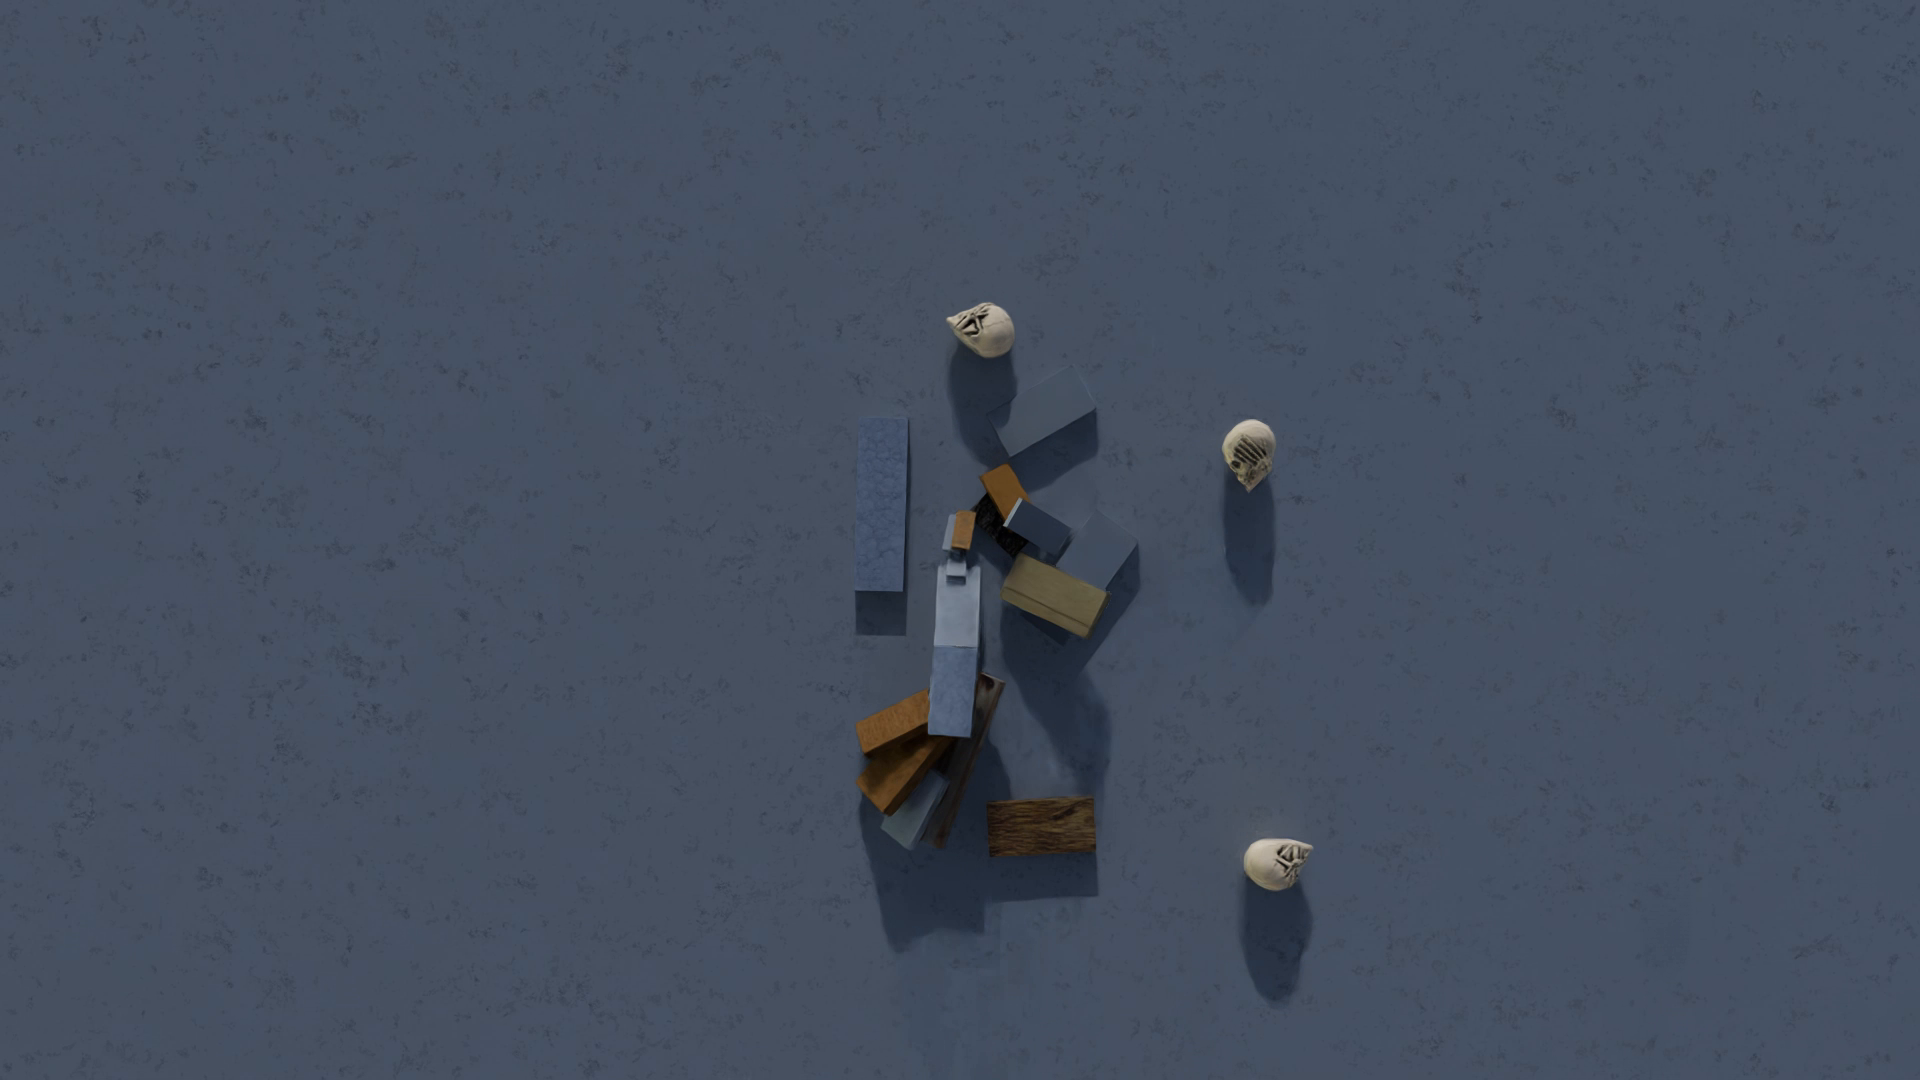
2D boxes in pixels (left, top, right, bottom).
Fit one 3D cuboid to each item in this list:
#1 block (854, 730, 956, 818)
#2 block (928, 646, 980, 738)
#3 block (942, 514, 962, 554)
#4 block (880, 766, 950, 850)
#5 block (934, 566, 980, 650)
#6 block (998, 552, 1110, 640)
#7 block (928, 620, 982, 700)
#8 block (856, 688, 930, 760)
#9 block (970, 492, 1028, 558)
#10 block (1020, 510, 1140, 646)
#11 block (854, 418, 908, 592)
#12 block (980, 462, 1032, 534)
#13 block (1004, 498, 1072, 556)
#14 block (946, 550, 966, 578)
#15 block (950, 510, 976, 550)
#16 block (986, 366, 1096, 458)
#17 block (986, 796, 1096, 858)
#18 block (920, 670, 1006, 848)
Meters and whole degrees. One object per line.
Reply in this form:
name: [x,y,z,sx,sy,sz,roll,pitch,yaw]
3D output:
block: [-0.176,0.717,5.420,0.354,0.050,0.177,-51,45,0]
block: [-0.021,0.489,5.316,0.141,0.040,0.283,4,86,10]
block: [-0.017,-0.020,5.472,0.063,0.018,0.126,12,73,2]
block: [-0.147,0.870,5.429,0.133,0.038,0.266,33,100,33]
block: [-0.007,0.224,5.426,0.141,0.040,0.283,2,68,2]
block: [0.306,0.184,5.406,0.329,0.047,0.165,25,86,20]
block: [-0.016,0.398,5.407,0.141,0.040,0.283,2,68,9]
block: [-0.204,0.603,5.413,0.266,0.133,0.038,-27,134,5]
block: [0.136,-0.052,5.485,0.213,0.030,0.107,44,90,0]
block: [0.395,0.125,5.475,0.177,0.050,0.433,36,90,0]
block: [-0.262,-0.118,5.477,0.165,0.047,0.573,2,90,0]
block: [0.163,-0.140,5.462,0.107,0.030,0.213,-28,85,-15]
block: [0.257,-0.042,5.440,0.213,0.030,0.107,30,89,-25]
block: [-0.010,0.067,5.460,0.063,0.018,0.126,1,61,2]
block: [0.012,-0.034,5.450,0.063,0.018,0.126,10,80,2]
block: [0.269,-0.427,5.477,0.329,0.047,0.165,-30,90,0]
block: [0.269,0.950,5.475,0.354,0.050,0.177,-3,90,0]
block: [-0.016,0.718,5.435,0.133,0.038,0.589,22,95,18]
